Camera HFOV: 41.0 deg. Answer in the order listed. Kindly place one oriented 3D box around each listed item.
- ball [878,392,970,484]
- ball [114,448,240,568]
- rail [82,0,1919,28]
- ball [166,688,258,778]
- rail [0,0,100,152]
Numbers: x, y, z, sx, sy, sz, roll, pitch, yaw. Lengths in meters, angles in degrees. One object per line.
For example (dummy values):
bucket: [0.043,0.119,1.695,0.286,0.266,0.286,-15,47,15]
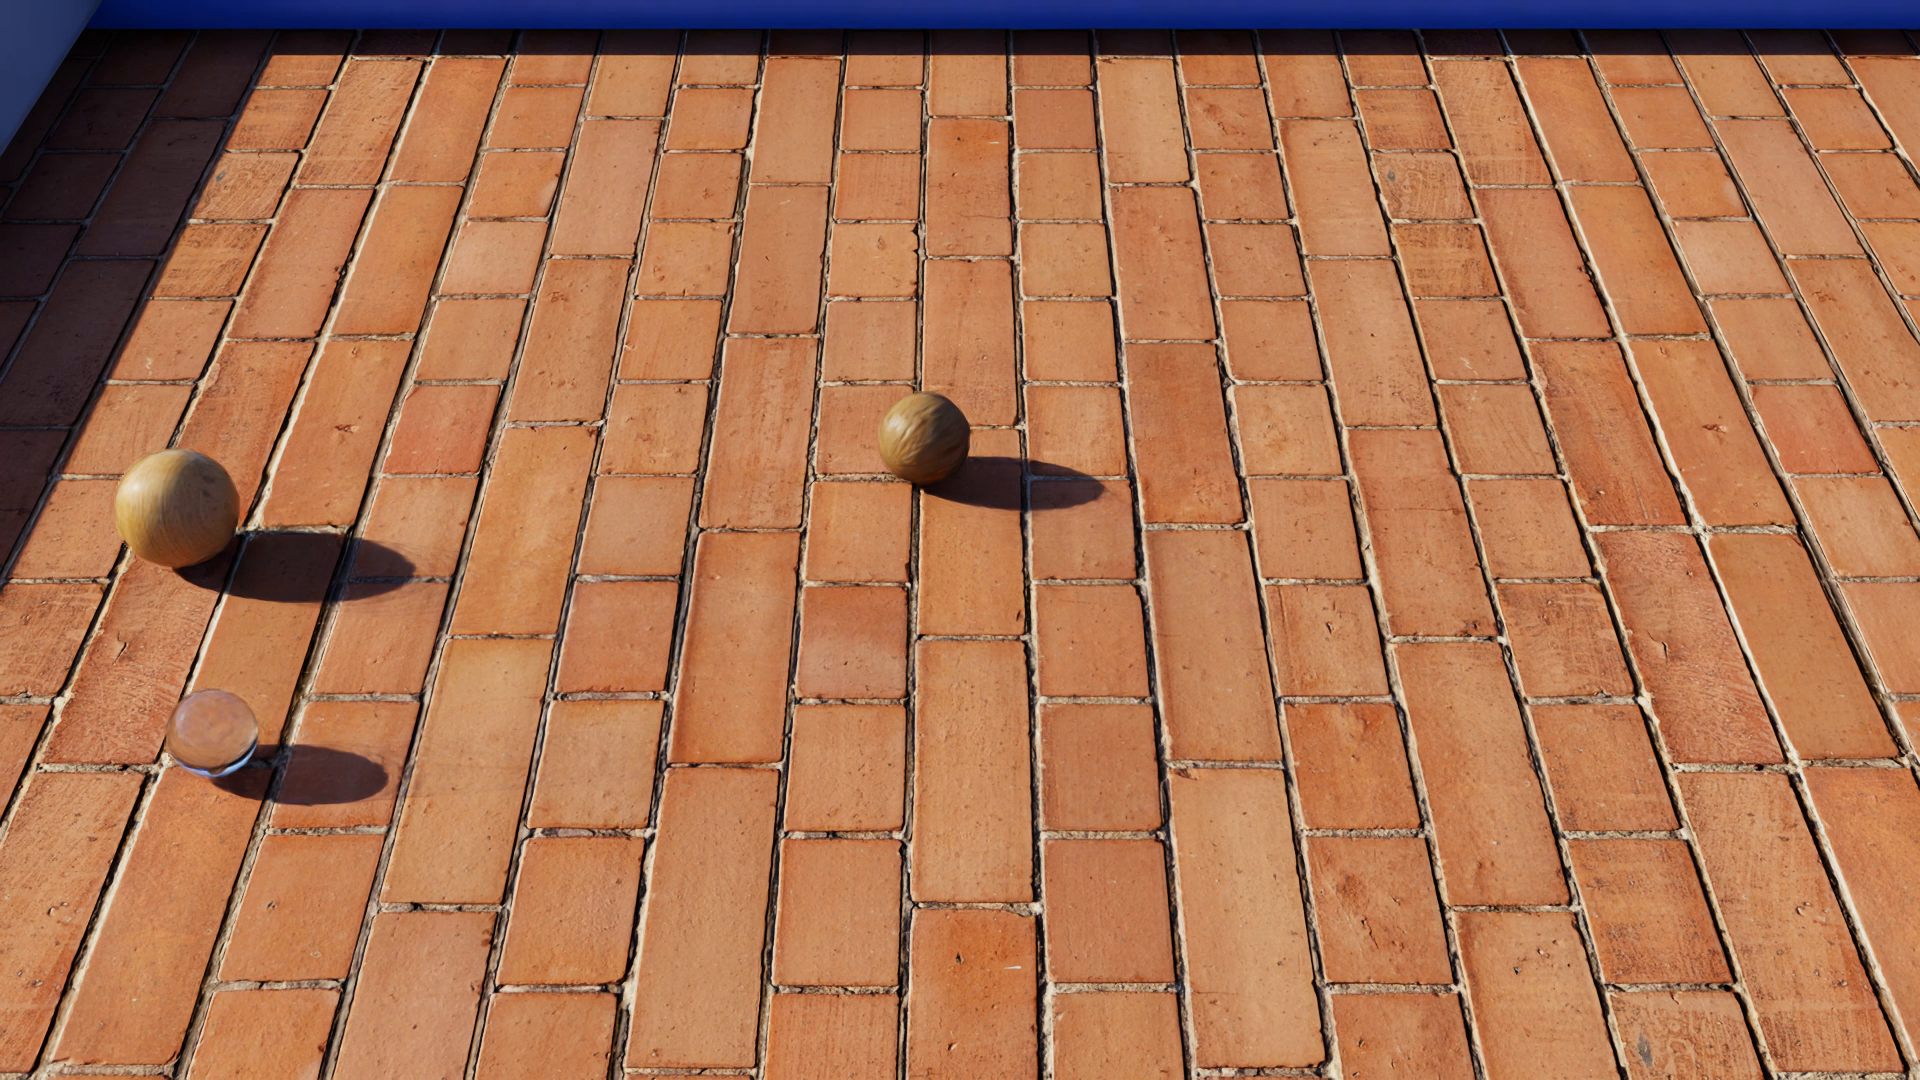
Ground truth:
ball: [-0.025,-0.071,1.805,0.065,0.065,0.065,0,36,0]
ball: [-0.525,-0.021,1.722,0.081,0.081,0.081,0,36,0]
rail: [0.836,-0.516,2.384,3.345,0.105,0.045,0,36,0]
ball: [-0.453,0.117,1.553,0.054,0.054,0.054,0,36,0]
rail: [-0.813,-0.016,1.693,0.045,0.105,1.753,0,36,0]
